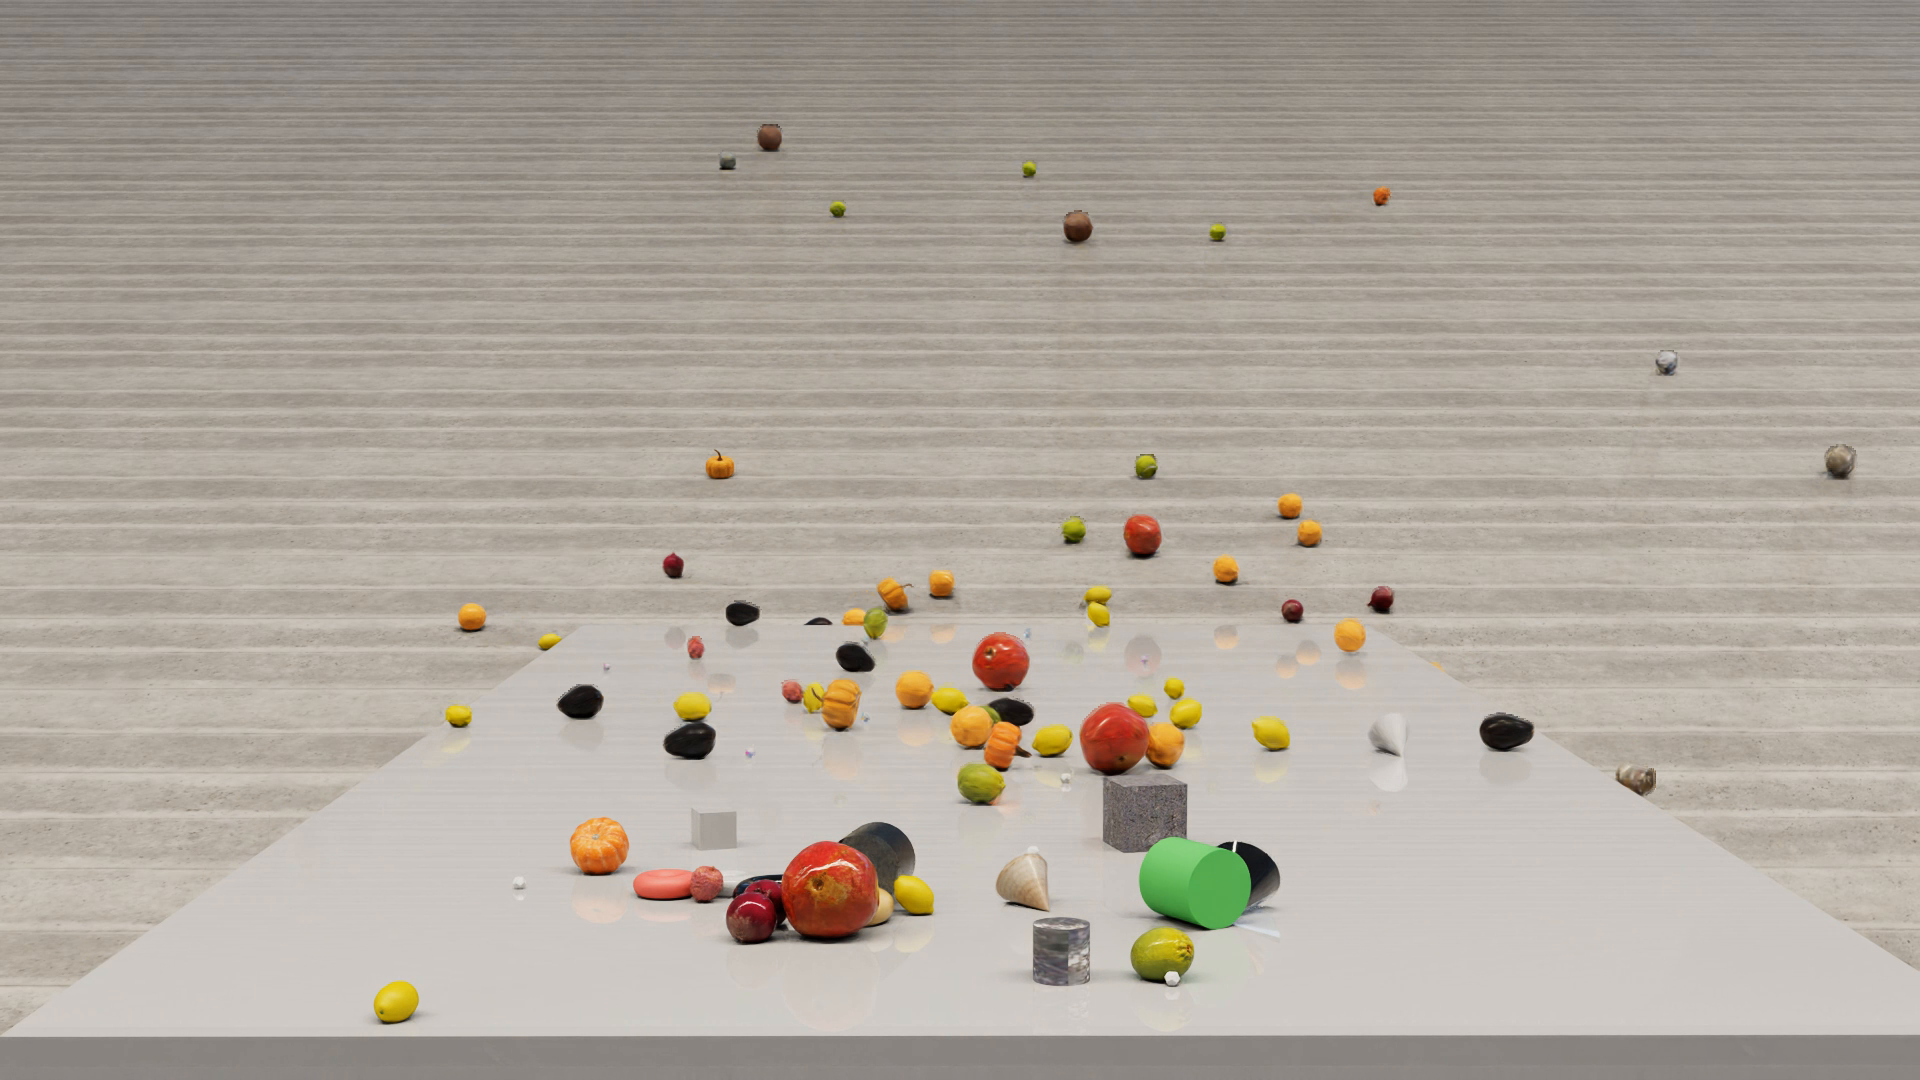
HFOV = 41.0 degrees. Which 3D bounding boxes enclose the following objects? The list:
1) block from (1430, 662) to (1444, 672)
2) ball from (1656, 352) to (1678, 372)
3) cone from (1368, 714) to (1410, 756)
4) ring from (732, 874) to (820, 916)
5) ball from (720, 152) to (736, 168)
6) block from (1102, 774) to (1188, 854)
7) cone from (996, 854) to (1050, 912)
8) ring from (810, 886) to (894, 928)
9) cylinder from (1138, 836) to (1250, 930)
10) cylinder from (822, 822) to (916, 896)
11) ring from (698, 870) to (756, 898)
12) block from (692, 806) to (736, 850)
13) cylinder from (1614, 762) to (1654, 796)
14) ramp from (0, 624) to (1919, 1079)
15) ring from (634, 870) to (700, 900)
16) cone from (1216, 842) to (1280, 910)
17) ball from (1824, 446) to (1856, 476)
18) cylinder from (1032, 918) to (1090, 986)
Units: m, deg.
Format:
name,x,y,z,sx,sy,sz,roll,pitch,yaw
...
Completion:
name,x,y,z,sx,sy,sz,roll,pitch,yaw
block,1.130,0.362,6.258,0.095,0.095,0.095,-2,19,-6
ball,2.530,-0.636,9.183,0.076,0.076,0.076,0,19,0
cone,0.741,0.348,4.364,0.075,0.075,0.075,-3,31,-9
ring,-0.223,0.432,3.129,0.109,0.036,0.109,-1,3,0
ball,-1.163,-1.902,12.844,0.085,0.085,0.085,0,19,0
block,0.255,0.376,3.537,0.091,0.091,0.091,-1,4,-15
cone,0.092,0.433,3.137,0.072,0.072,0.072,-10,35,-26
ring,-0.129,0.438,3.065,0.101,0.034,0.101,-2,7,0
cylinder,0.279,0.408,3.054,0.095,0.095,0.095,-12,10,-32
cylinder,-0.111,0.401,3.158,0.094,0.094,0.094,4,5,12
ring,-0.291,0.431,3.222,0.077,0.026,0.077,0,3,0
block,-0.339,0.396,3.536,0.052,0.052,0.052,-1,4,-19
cylinder,1.523,0.540,5.794,0.062,0.062,0.062,-14,23,-35
ramp,0.045,0.403,4.539,2.000,0.100,4.000,0,4,0
ring,-0.368,0.431,3.213,0.083,0.028,0.083,-1,3,0
cone,0.329,0.431,3.097,0.095,0.095,0.095,7,33,20
ball,2.755,-0.247,8.030,0.092,0.092,0.092,0,19,0
cylinder,0.110,0.444,2.769,0.061,0.061,0.061,0,4,0
